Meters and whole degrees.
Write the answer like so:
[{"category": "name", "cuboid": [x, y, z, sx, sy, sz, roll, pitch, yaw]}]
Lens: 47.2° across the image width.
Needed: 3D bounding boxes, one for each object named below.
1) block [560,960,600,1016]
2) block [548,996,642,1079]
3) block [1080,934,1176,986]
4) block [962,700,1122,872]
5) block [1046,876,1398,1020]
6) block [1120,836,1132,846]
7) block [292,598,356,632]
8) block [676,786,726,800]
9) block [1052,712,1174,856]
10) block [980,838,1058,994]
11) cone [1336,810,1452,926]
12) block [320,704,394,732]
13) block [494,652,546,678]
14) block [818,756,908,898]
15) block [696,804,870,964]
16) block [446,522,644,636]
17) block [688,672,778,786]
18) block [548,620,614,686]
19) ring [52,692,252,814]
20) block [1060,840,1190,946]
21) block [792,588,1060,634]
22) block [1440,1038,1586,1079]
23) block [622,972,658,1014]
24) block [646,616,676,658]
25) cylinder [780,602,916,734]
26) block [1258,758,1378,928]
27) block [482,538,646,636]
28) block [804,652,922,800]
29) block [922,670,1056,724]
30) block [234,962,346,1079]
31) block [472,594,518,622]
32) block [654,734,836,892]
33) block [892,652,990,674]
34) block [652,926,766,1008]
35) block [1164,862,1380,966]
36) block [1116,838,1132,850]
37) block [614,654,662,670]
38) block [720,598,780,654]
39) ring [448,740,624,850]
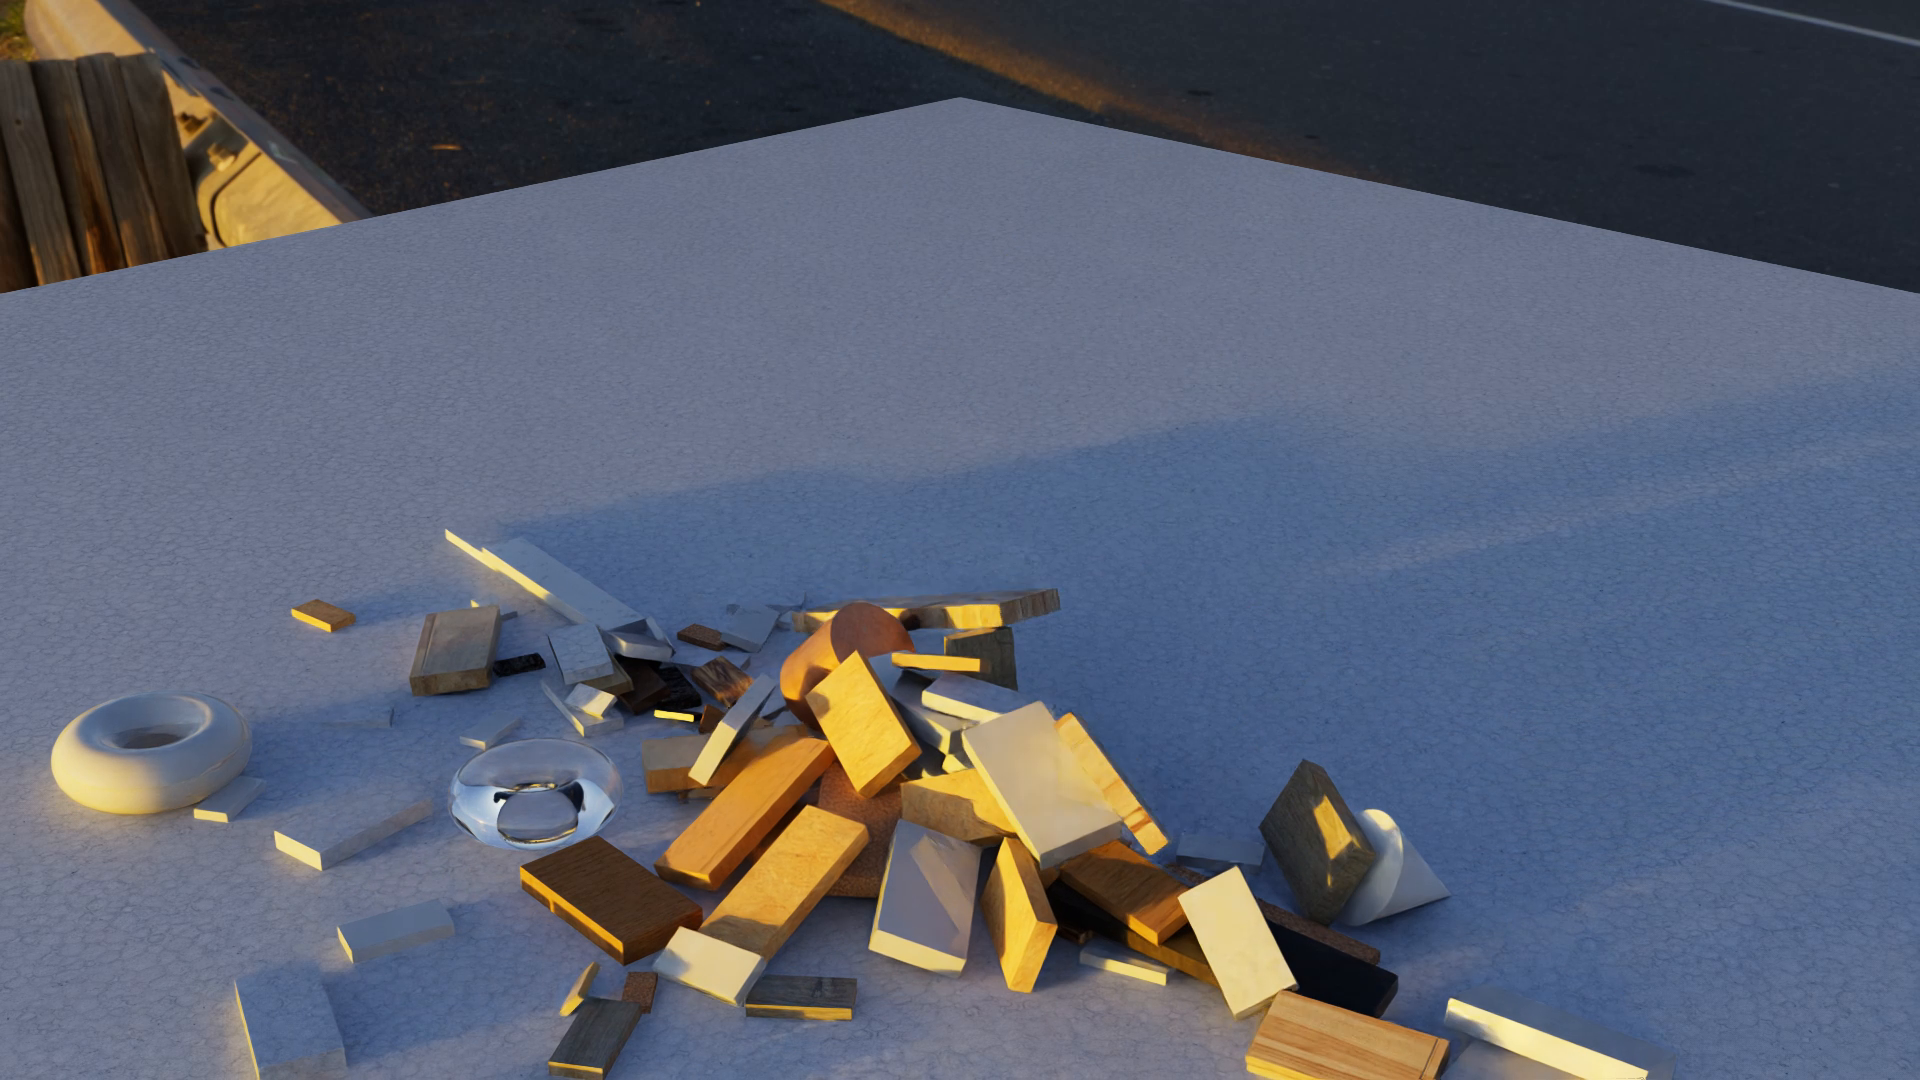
[{"category": "block", "cuboid": [-0.664, 0.785, 3.847, 0.015, 0.052, 0.104, 40, 23, -9]}, {"category": "block", "cuboid": [-0.618, 0.846, 3.733, 0.095, 0.027, 0.189, 5, 23, 11]}, {"category": "block", "cuboid": [0.308, 0.751, 3.961, 0.165, 0.023, 0.082, 11, 25, 24]}, {"category": "block", "cuboid": [0.152, 0.457, 4.134, 0.168, 0.048, 0.337, -21, 45, -14]}, {"category": "block", "cuboid": [0.456, 0.715, 3.915, 0.634, 0.042, 0.149, 20, 44, 30]}, {"category": "block", "cuboid": [0.222, 0.543, 4.245, 0.217, 0.023, 0.080, 37, 37, 25]}, {"category": "block", "cuboid": [-1.535, 0.182, 5.306, 0.147, 0.021, 0.073, 17, 28, 34]}, {"category": "block", "cuboid": [-0.518, 0.507, 4.529, 0.131, 0.019, 0.066, -5, 16, -13]}, {"category": "block", "cuboid": [0.287, 0.454, 4.116, 0.042, 0.298, 0.149, -38, -10, 4]}, {"category": "block", "cuboid": [0.104, 0.675, 3.979, 0.041, 0.144, 0.287, 15, 19, -16]}, {"category": "cone", "cuboid": [0.840, 0.640, 4.125, 0.220, 0.220, 0.220, 20, 14, -25]}, {"category": "block", "cuboid": [-1.319, 0.389, 4.818, 0.147, 0.021, 0.073, -2, 23, -6]}, {"category": "block", "cuboid": [-1.016, 0.288, 5.062, 0.110, 0.016, 0.055, -11, 25, -25]}, {"category": "block", "cuboid": [-0.194, 0.549, 4.284, 0.168, 0.048, 0.400, 3, 30, 0]}, {"category": "block", "cuboid": [-0.330, 0.644, 4.050, 0.140, 0.040, 0.376, 15, 45, 31]}, {"category": "block", "cuboid": [-1.048, 0.101, 5.490, 0.092, 0.026, 0.840, -17, 29, -35]}, {"category": "block", "cuboid": [-0.461, 0.383, 4.486, 0.040, 0.141, 0.282, 32, 21, 1]}, {"category": "block", "cuboid": [-0.861, 0.255, 4.980, 0.109, 0.031, 0.219, -13, 27, -15]}, {"category": "ring", "cuboid": [-1.676, 0.437, 4.567, 0.395, 0.132, 0.395, 1, 23, 0]}, {"category": "block", "cuboid": [0.310, 0.631, 3.981, 0.120, 0.034, 0.239, -32, 44, -31]}, {"category": "block", "cuboid": [-0.089, 0.161, 4.932, 0.171, 0.048, 0.742, -14, 6, -40]}, {"category": "block", "cuboid": [0.957, 0.916, 3.541, 0.340, 0.048, 0.170, 16, 28, 33]}, {"category": "block", "cuboid": [-0.564, 0.796, 3.867, 0.052, 0.015, 0.104, 0, 23, 0]}, {"category": "block", "cuboid": [-0.697, 0.229, 5.141, 0.018, 0.063, 0.125, -35, 30, -6]}, {"category": "cylinder", "cuboid": [-0.241, 0.277, 4.722, 0.213, 0.213, 0.213, 21, 50, -27]}, {"category": "block", "cuboid": [0.677, 0.573, 4.186, 0.048, 0.170, 0.340, 25, 16, -17]}, {"category": "block", "cuboid": [-0.975, 0.116, 5.382, 0.109, 0.031, 0.625, -17, 28, -35]}, {"category": "block", "cuboid": [-0.194, 0.366, 4.383, 0.144, 0.041, 0.287, -42, 46, 8]}, {"category": "block", "cuboid": [0.058, 0.327, 4.372, 0.239, 0.034, 0.120, 16, 23, 20]}, {"category": "block", "cuboid": [-1.148, 0.826, 3.764, 0.140, 0.040, 0.279, -10, 25, -22]}, {"category": "block", "cuboid": [-1.132, 0.166, 5.346, 0.063, 0.018, 0.125, -16, 28, -33]}, {"category": "block", "cuboid": [-0.417, 0.528, 4.307, 0.141, 0.040, 0.415, 4, 35, 36]}, {"category": "block", "cuboid": [-0.038, 0.252, 4.473, 0.184, 0.026, 0.092, 3, -6, 15]}, {"category": "block", "cuboid": [-0.443, 0.753, 3.887, 0.194, 0.026, 0.092, 12, 54, 34]}, {"category": "block", "cuboid": [0.555, 0.702, 4.076, 0.467, 0.023, 0.082, 19, 29, 37]}, {"category": "block", "cuboid": [0.251, 0.573, 4.172, 0.080, 0.023, 0.160, -43, 63, -12]}, {"category": "block", "cuboid": [-0.748, 0.284, 5.071, 0.110, 0.016, 0.055, 3, 23, 7]}, {"category": "block", "cuboid": [-0.496, 0.204, 5.211, 0.092, 0.026, 0.184, 21, 25, 3]}, {"category": "ring", "cuboid": [-0.852, 0.508, 4.417, 0.349, 0.116, 0.349, 1, 22, 0]}]
